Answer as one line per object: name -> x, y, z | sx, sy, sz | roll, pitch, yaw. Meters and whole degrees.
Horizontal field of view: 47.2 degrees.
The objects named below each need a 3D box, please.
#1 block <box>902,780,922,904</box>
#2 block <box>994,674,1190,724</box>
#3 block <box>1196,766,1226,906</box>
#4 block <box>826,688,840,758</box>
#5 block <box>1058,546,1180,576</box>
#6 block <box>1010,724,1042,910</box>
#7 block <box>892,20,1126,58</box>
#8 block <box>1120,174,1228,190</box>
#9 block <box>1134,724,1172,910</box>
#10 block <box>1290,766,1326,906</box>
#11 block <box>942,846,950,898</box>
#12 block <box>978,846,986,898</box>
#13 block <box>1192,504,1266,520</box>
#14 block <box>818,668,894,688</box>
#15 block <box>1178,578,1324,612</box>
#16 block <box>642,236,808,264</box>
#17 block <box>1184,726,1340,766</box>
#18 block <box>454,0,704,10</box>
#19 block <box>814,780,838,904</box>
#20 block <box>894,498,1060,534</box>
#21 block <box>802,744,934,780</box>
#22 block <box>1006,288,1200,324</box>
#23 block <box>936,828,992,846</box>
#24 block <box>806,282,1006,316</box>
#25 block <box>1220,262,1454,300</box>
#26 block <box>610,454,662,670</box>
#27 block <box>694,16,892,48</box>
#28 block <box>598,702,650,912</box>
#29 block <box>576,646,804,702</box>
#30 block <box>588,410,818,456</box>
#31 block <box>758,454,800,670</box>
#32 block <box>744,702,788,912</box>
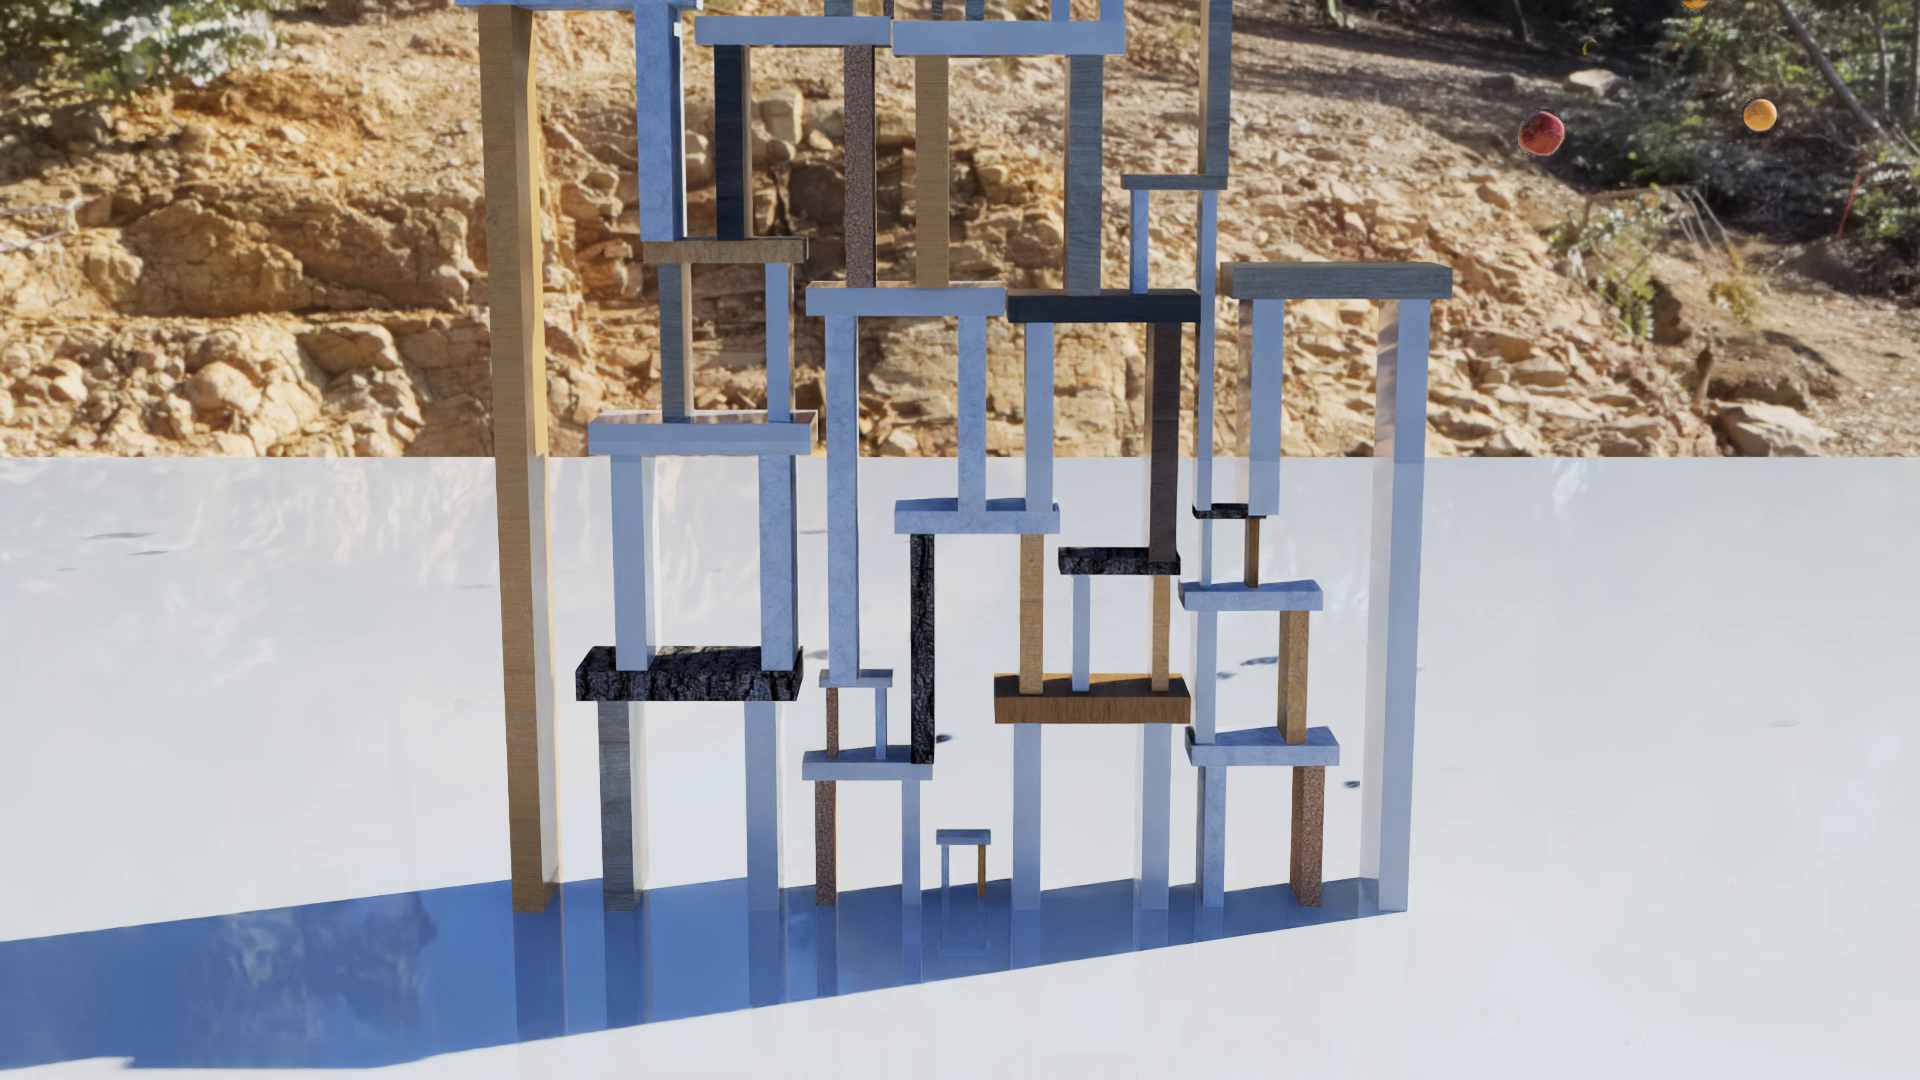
block -> -0.080, 0.486, 3.648 | 0.030, 0.212, 0.106 | 0, 11, 0
block -> 0.213, 0.259, 3.608 | 0.314, 0.044, 0.157 | 0, 11, 0
block -> 0.415, 0.473, 3.643 | 0.034, 0.239, 0.120 | 0, 11, 0
block -> -0.209, 0.293, 3.611 | 0.017, 0.120, 0.060 | 0, 11, 0
block -> 0.257, 0.034, 3.568 | 0.193, 0.027, 0.096 | 0, 11, 0
block -> 0.109, 0.436, 3.641 | 0.044, 0.314, 0.157 | 0, 11, 0
block -> 0.074, -0.777, 3.415 | 0.353, 0.050, 0.176 | 0, 11, 0
block -> 0.335, -0.563, 3.454 | 0.161, 0.023, 0.081 | 0, 11, 0
block -> 0.318, 0.436, 3.641 | 0.044, 0.314, 0.157 | 0, 11, 0
block -> 0.575, 0.473, 3.643 | 0.034, 0.239, 0.120 | 0, 11, 0
block -> -0.024, 0.545, 3.665 | 0.013, 0.091, 0.045 | 0, 11, 0
block -> 0.036, 0.545, 3.665 | 0.013, 0.091, 0.045 | 0, 11, 0
block -> 0.435, -0.047, 3.552 | 0.113, 0.016, 0.057 | 0, 11, 0
block -> -0.169, 0.226, 3.598 | 0.120, 0.017, 0.060 | 0, 11, 0
block -> 0.471, 0.088, 3.577 | 0.221, 0.031, 0.111 | 0, 11, 0
block -> -0.368, -0.459, 3.477 | 0.248, 0.035, 0.124 | 0, 11, -1
block -> 0.495, 0.339, 3.618 | 0.239, 0.034, 0.120 | 0, 11, 0
block -> -0.585, -0.849, 3.400 | 0.355, 0.050, 0.177 | 0, 11, 0
block -> -0.222, 0.486, 3.648 | 0.030, 0.212, 0.106 | 0, 11, 0
block -> 0.027, -0.040, 3.554 | 0.263, 0.037, 0.131 | 0, 11, 0
block -> -0.151, 0.367, 3.626 | 0.212, 0.030, 0.106 | 0, 11, 0
block -> 0.224, -0.372, 3.491 | 0.299, 0.042, 0.149 | 0, 11, 0
block -> 0.006, 0.494, 3.655 | 0.091, 0.013, 0.045 | 0, 11, 0
block -> -0.085, -0.384, 3.489 | 0.310, 0.044, 0.155 | 0, 11, 0
block -> 0.591, -0.412, 3.482 | 0.339, 0.048, 0.170 | 0, 11, 0
block -> -0.524, 0.022, 3.568 | 0.049, 0.348, 0.174 | 0, 11, 0
block -> -0.254, -0.788, 3.413 | 0.296, 0.042, 0.148 | 0, 11, 0
block -> -0.556, 0.416, 3.641 | 0.050, 0.353, 0.176 | 0, 11, 0
block -> -0.439, 0.218, 3.604 | 0.353, 0.050, 0.176 | 0, 11, 0
block -> -0.408, -0.174, 3.532 | 0.348, 0.049, 0.174 | 0, 11, 0
block -> -0.292, 0.022, 3.569 | 0.049, 0.348, 0.174 | 0, 11, 0
block -> -0.321, 0.416, 3.640 | 0.050, 0.353, 0.176 | 0, 11, 0
